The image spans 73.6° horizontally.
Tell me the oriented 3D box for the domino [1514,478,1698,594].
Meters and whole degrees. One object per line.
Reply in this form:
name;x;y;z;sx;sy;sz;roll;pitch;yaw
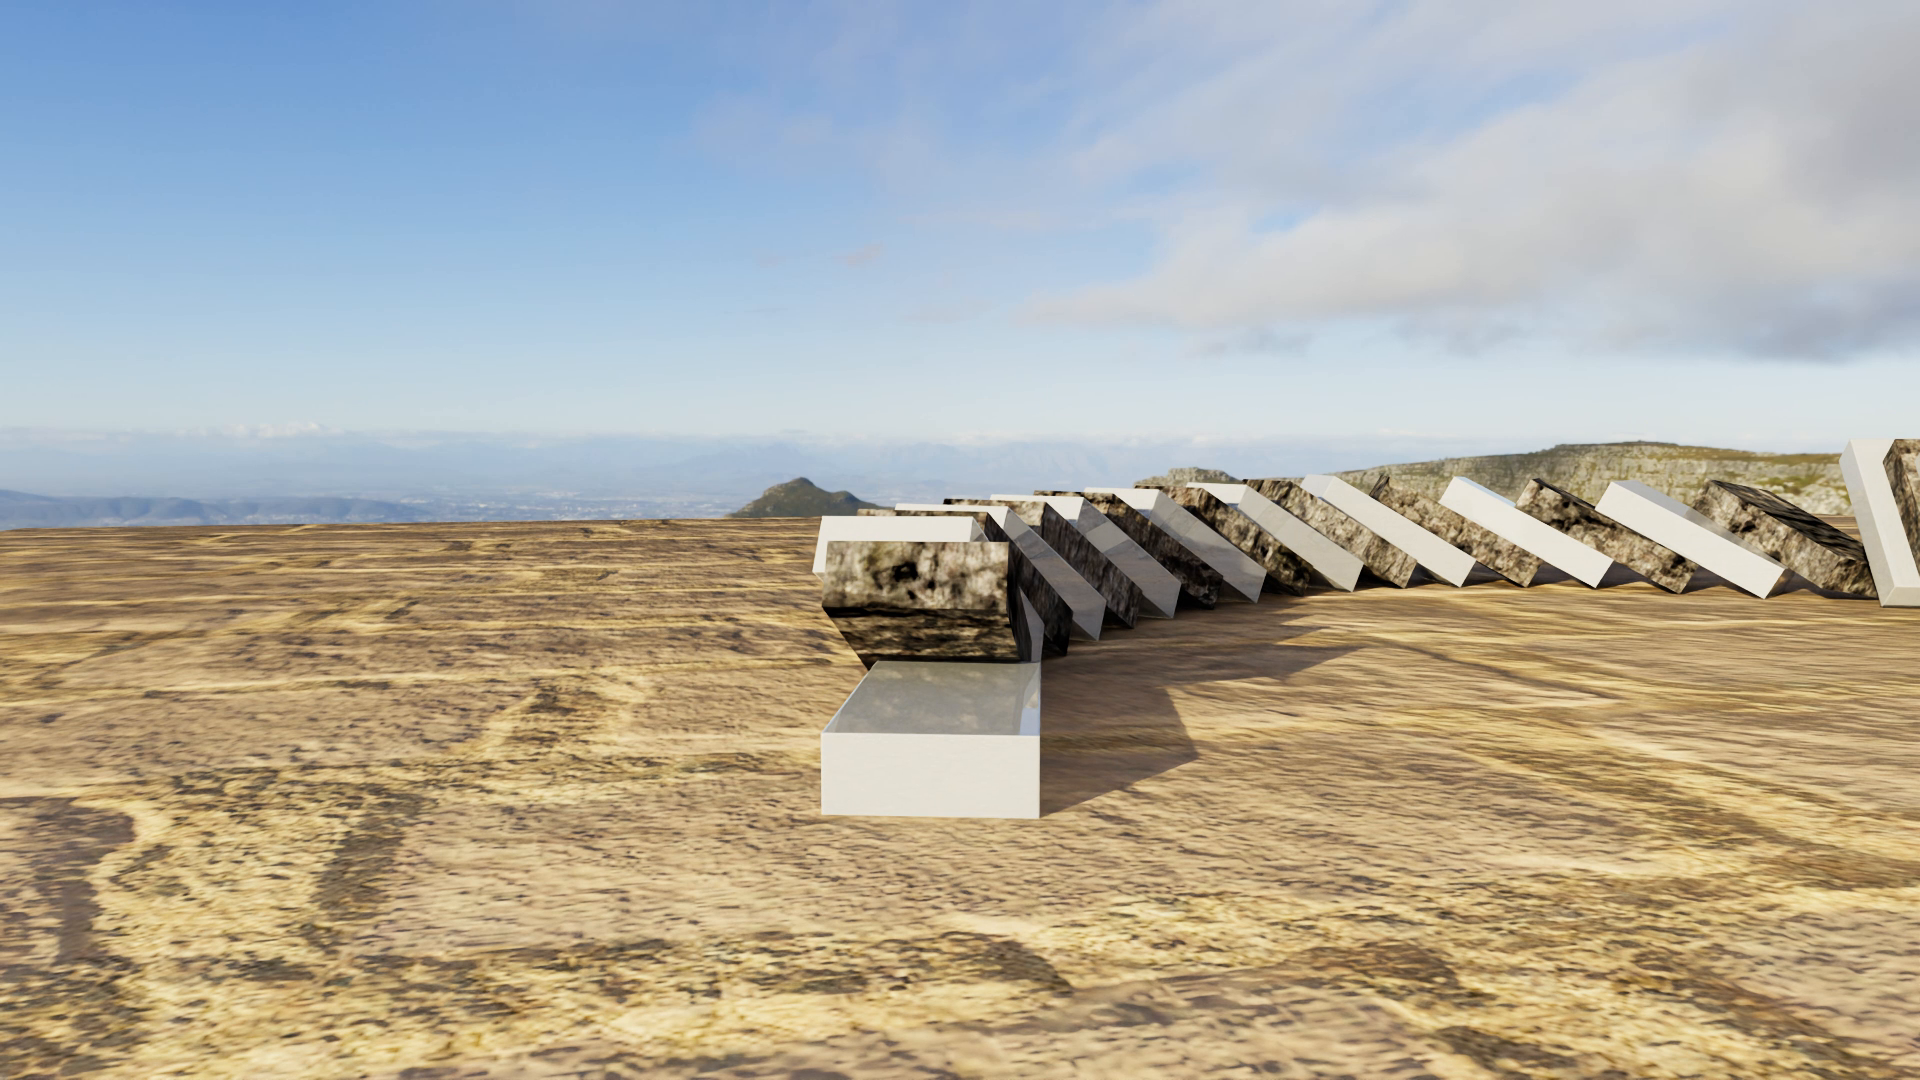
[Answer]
domino;0.193;-0.002;0.383;0.050;0.009;0.025;33;19;23

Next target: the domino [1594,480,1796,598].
domino;0.215;-0.001;0.374;0.025;0.010;0.050;-5;34;-47

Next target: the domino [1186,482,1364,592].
domino;0.089;-0.001;0.368;0.050;0.009;0.025;29;-10;-27

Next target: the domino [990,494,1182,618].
domino;0.029;0.004;0.303;0.025;0.010;0.050;3;-21;38

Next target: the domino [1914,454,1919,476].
domino;0.257;-0.003;0.315;0.025;0.050;0.009;1;-37;15

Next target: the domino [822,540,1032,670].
domino;-0.003;0.013;0.196;0.025;0.009;0.050;1;-20;7

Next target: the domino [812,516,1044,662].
domino;-0.004;0.010;0.220;0.025;0.009;0.050;1;-23;18

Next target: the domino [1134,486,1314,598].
domino;0.072;0.000;0.354;0.050;0.010;0.025;30;-14;-33

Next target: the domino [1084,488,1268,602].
domino;0.056;0.002;0.339;0.050;0.010;0.025;31;-17;-37

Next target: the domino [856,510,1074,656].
domino;0.002;0.009;0.242;0.025;0.010;0.050;2;-22;24

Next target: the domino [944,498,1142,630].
domino;0.018;0.006;0.284;0.025;0.010;0.050;3;-21;34

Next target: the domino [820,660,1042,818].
domino;-0.002;0.025;0.171;0.025;0.010;0.050;0;4;4

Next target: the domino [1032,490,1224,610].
domino;0.042;0.003;0.322;0.025;0.009;0.050;5;-21;46

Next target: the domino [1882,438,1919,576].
domino;0.258;-0.004;0.328;0.025;0.050;0.009;1;-37;15

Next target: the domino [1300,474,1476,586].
domino;0.129;-0.003;0.391;0.050;0.010;0.025;30;2;-5

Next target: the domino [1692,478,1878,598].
domino;0.238;-0.001;0.367;0.025;0.009;0.050;8;25;-18

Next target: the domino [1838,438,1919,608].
domino;0.256;-0.005;0.342;0.025;0.050;0.010;1;-37;15

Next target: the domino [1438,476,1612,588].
domino;0.174;-0.003;0.393;0.050;0.009;0.025;33;17;23

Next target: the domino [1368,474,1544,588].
domino;0.151;-0.003;0.395;0.050;0.010;0.025;30;10;8

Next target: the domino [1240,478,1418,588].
domino;0.108;-0.002;0.380;0.050;0.009;0.025;28;-6;-19

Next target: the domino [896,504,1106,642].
domino;0.009;0.007;0.264;0.025;0.009;0.050;3;-22;31
